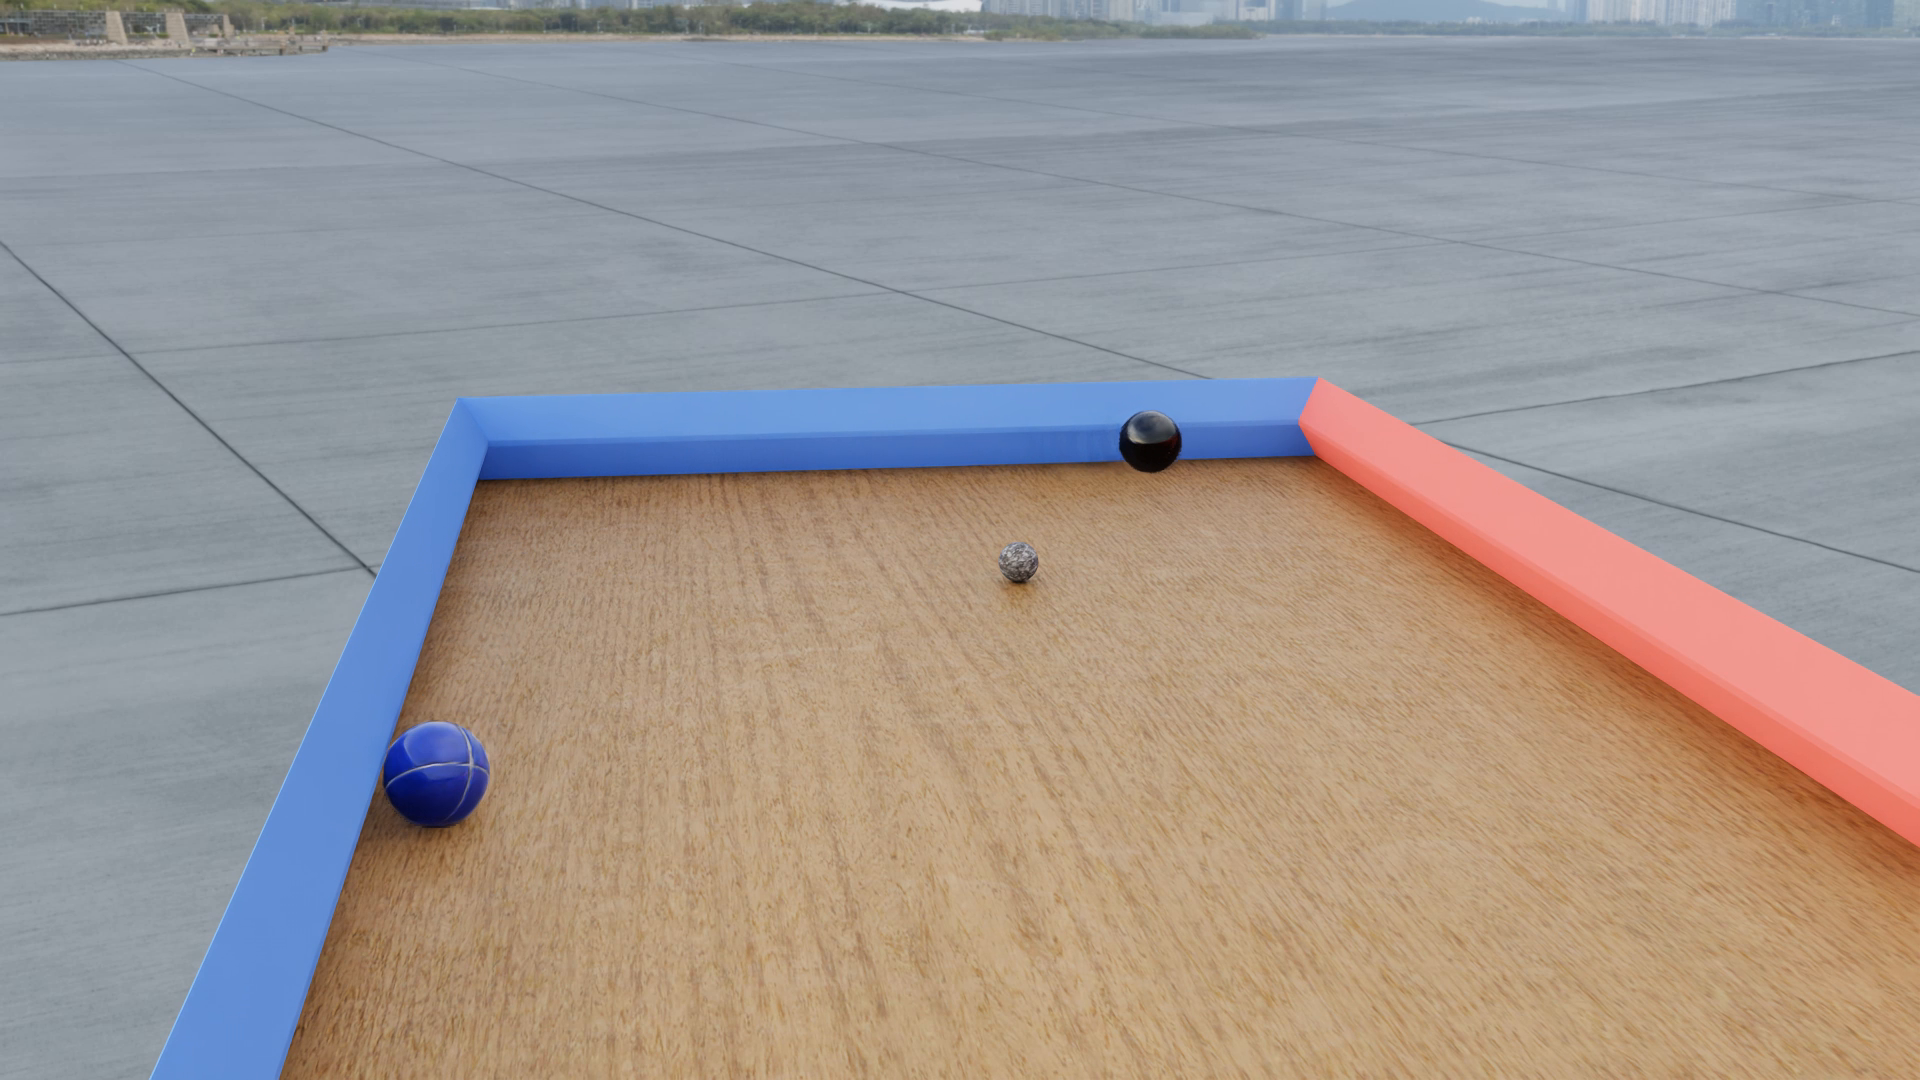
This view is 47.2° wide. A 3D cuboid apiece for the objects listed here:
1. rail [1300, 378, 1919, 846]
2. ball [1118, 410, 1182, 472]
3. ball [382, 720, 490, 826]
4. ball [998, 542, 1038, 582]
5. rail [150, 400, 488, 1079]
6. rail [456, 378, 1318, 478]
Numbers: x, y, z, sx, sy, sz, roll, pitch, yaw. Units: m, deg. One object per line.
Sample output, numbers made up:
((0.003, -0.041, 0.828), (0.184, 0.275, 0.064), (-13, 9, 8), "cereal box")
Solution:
((0.726, 0.100, 2.243), (0.045, 0.124, 2.556), (-2, 14, -8), "rail")
((0.290, -0.150, 3.349), (0.095, 0.095, 0.095), (0, 14, 0), "ball")
((-0.452, 0.201, 1.898), (0.091, 0.091, 0.091), (0, 14, 0), "ball")
((0.072, 0.027, 2.711), (0.050, 0.050, 0.050), (0, 14, 0), "ball")
((-0.543, 0.143, 2.064), (0.045, 0.124, 2.556), (-2, 14, -8), "rail")
((-0.088, -0.168, 3.360), (1.330, 0.124, 0.045), (-2, 14, -8), "rail")
